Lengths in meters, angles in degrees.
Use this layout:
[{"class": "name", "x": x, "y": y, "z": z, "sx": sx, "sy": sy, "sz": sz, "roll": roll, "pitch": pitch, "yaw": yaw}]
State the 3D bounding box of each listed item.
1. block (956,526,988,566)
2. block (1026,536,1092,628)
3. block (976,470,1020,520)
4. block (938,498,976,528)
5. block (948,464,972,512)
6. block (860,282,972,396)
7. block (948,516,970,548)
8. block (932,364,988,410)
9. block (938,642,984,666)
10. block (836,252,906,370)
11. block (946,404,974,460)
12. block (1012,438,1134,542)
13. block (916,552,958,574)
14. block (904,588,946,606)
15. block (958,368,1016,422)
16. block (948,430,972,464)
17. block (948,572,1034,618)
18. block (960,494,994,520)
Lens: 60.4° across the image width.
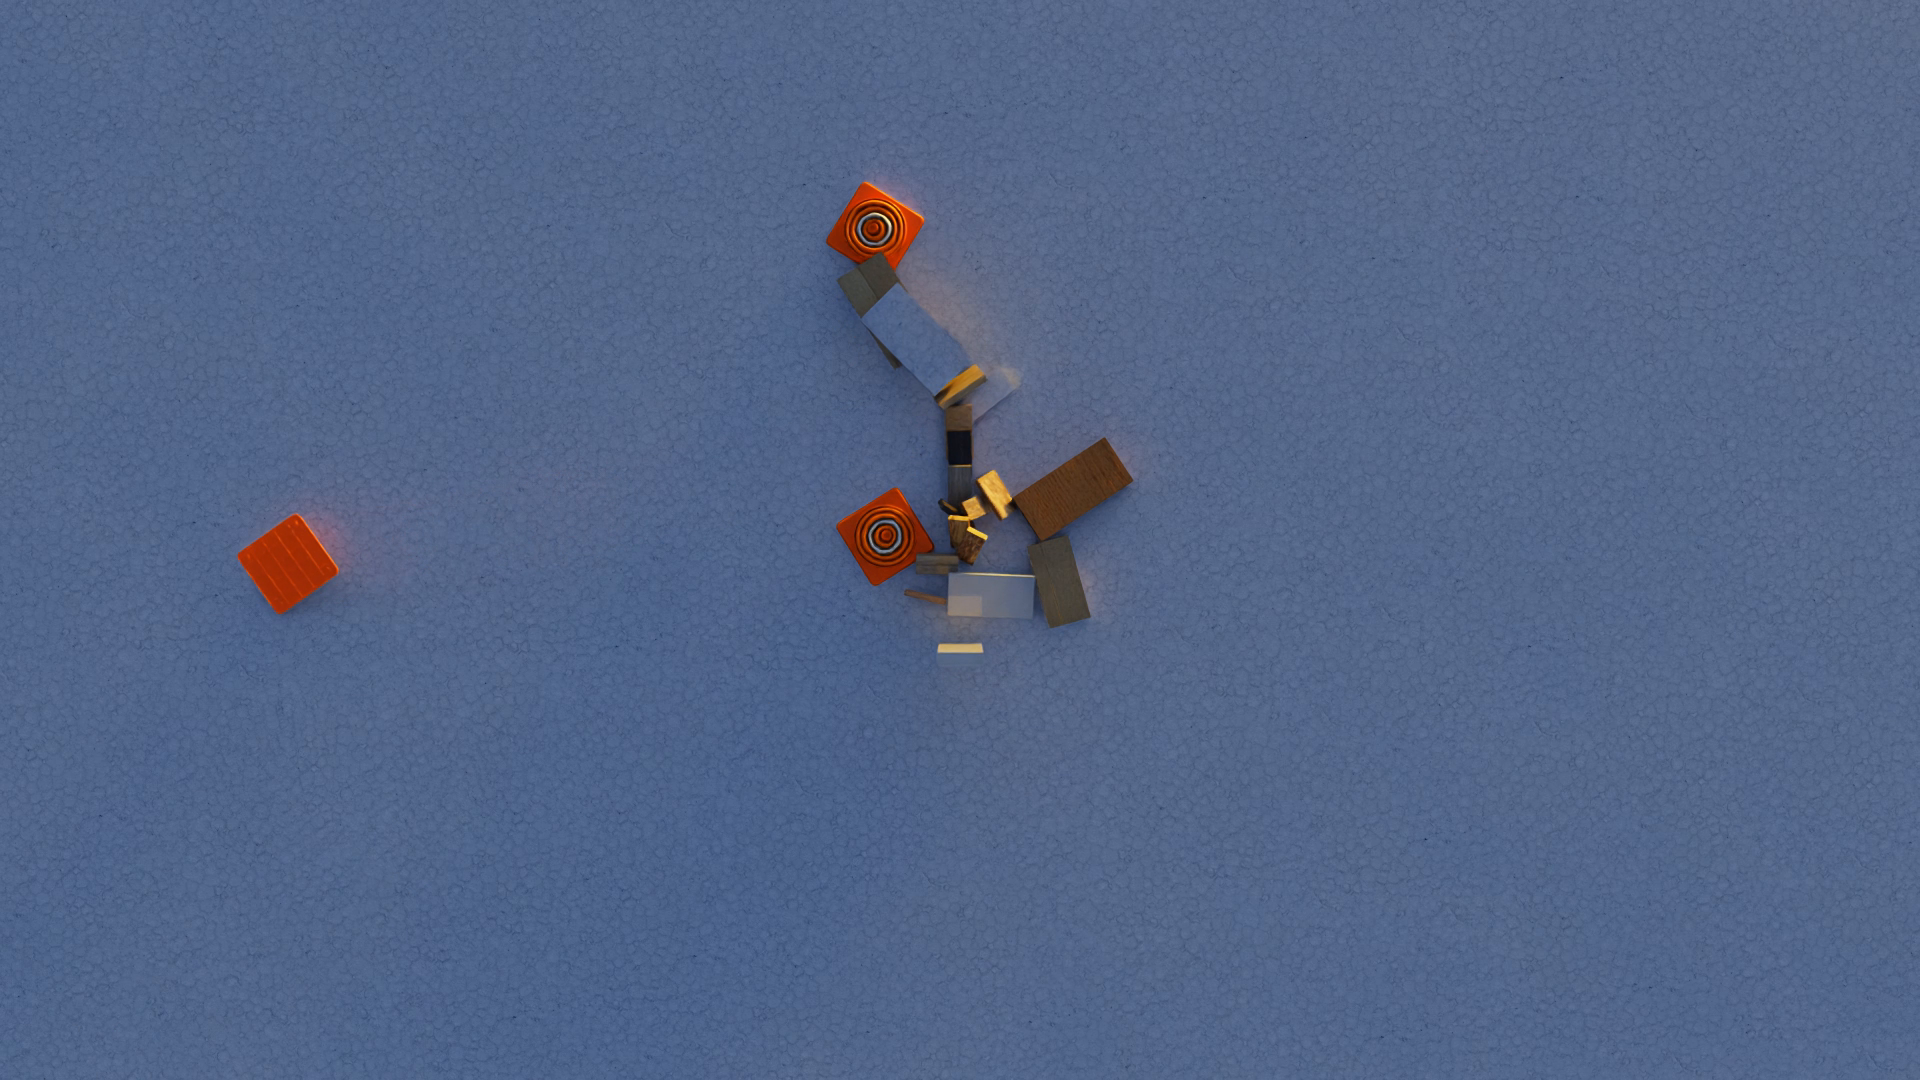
[{"class": "block", "x": 0.035, "y": 0.021, "z": 5.443, "sx": 0.070, "sy": 0.139, "sz": 0.020, "roll": 27, "pitch": 46, "yaw": 0}, {"class": "block", "x": 0.328, "y": 0.138, "z": 5.480, "sx": 0.141, "sy": 0.040, "sz": 0.283, "roll": -16, "pitch": 90, "yaw": 0}, {"class": "block", "x": 0.123, "y": -0.148, "z": 5.471, "sx": 0.077, "sy": 0.022, "sz": 0.154, "roll": -32, "pitch": 90, "yaw": -31}, {"class": "block", "x": -0.011, "y": -0.084, "z": 5.446, "sx": 0.132, "sy": 0.066, "sz": 0.019, "roll": 34, "pitch": 102, "yaw": -20}, {"class": "block", "x": -0.002, "y": -0.172, "z": 5.468, "sx": 0.077, "sy": 0.022, "sz": 0.154, "roll": 0, "pitch": 106, "yaw": 0}, {"class": "block", "x": -0.146, "y": -0.660, "z": 5.420, "sx": 0.175, "sy": 0.049, "sz": 0.349, "roll": -45, "pitch": 97, "yaw": 2}, {"class": "block", "x": 0.000, "y": -0.025, "z": 5.441, "sx": 0.066, "sy": 0.132, "sz": 0.019, "roll": 5, "pitch": 46, "yaw": 10}, {"class": "block", "x": -0.003, "y": -0.506, "z": 5.456, "sx": 0.179, "sy": 0.090, "sz": 0.025, "roll": -34, "pitch": 125, "yaw": 0}, {"class": "block", "x": 0.001, "y": 0.364, "z": 5.279, "sx": 0.141, "sy": 0.442, "sz": 0.040, "roll": 0, "pitch": 90, "yaw": 0}, {"class": "block", "x": -0.239, "y": -0.757, "z": 5.453, "sx": 0.175, "sy": 0.049, "sz": 0.349, "roll": -33, "pitch": 97, "yaw": 0}, {"class": "block", "x": -0.002, "y": -0.358, "z": 5.470, "sx": 0.090, "sy": 0.025, "sz": 0.179, "roll": -1, "pitch": 101, "yaw": 1}, {"class": "block", "x": 0.374, "y": -0.167, "z": 5.475, "sx": 0.366, "sy": 0.049, "sz": 0.175, "roll": -33, "pitch": 90, "yaw": 0}, {"class": "block", "x": -0.076, "y": 0.079, "z": 5.474, "sx": 0.140, "sy": 0.020, "sz": 0.070, "roll": 0, "pitch": 117, "yaw": -1}, {"class": "block", "x": -0.114, "y": 0.189, "z": 5.465, "sx": 0.139, "sy": 0.070, "sz": 0.020, "roll": 14, "pitch": 90, "yaw": 0}, {"class": "block", "x": 0.089, "y": -0.484, "z": 5.487, "sx": 0.179, "sy": 0.025, "sz": 0.090, "roll": -38, "pitch": 90, "yaw": 0}, {"class": "block", "x": 0.000, "y": -0.288, "z": 5.457, "sx": 0.077, "sy": 0.022, "sz": 0.154, "roll": -2, "pitch": 106, "yaw": 1}, {"class": "block", "x": 0.102, "y": 0.182, "z": 5.468, "sx": 0.283, "sy": 0.040, "sz": 0.141, "roll": 3, "pitch": 100, "yaw": 0}, {"class": "block", "x": 0.067, "y": -0.113, "z": 5.454, "sx": 0.132, "sy": 0.019, "sz": 0.066, "roll": -24, "pitch": 86, "yaw": -33}]
